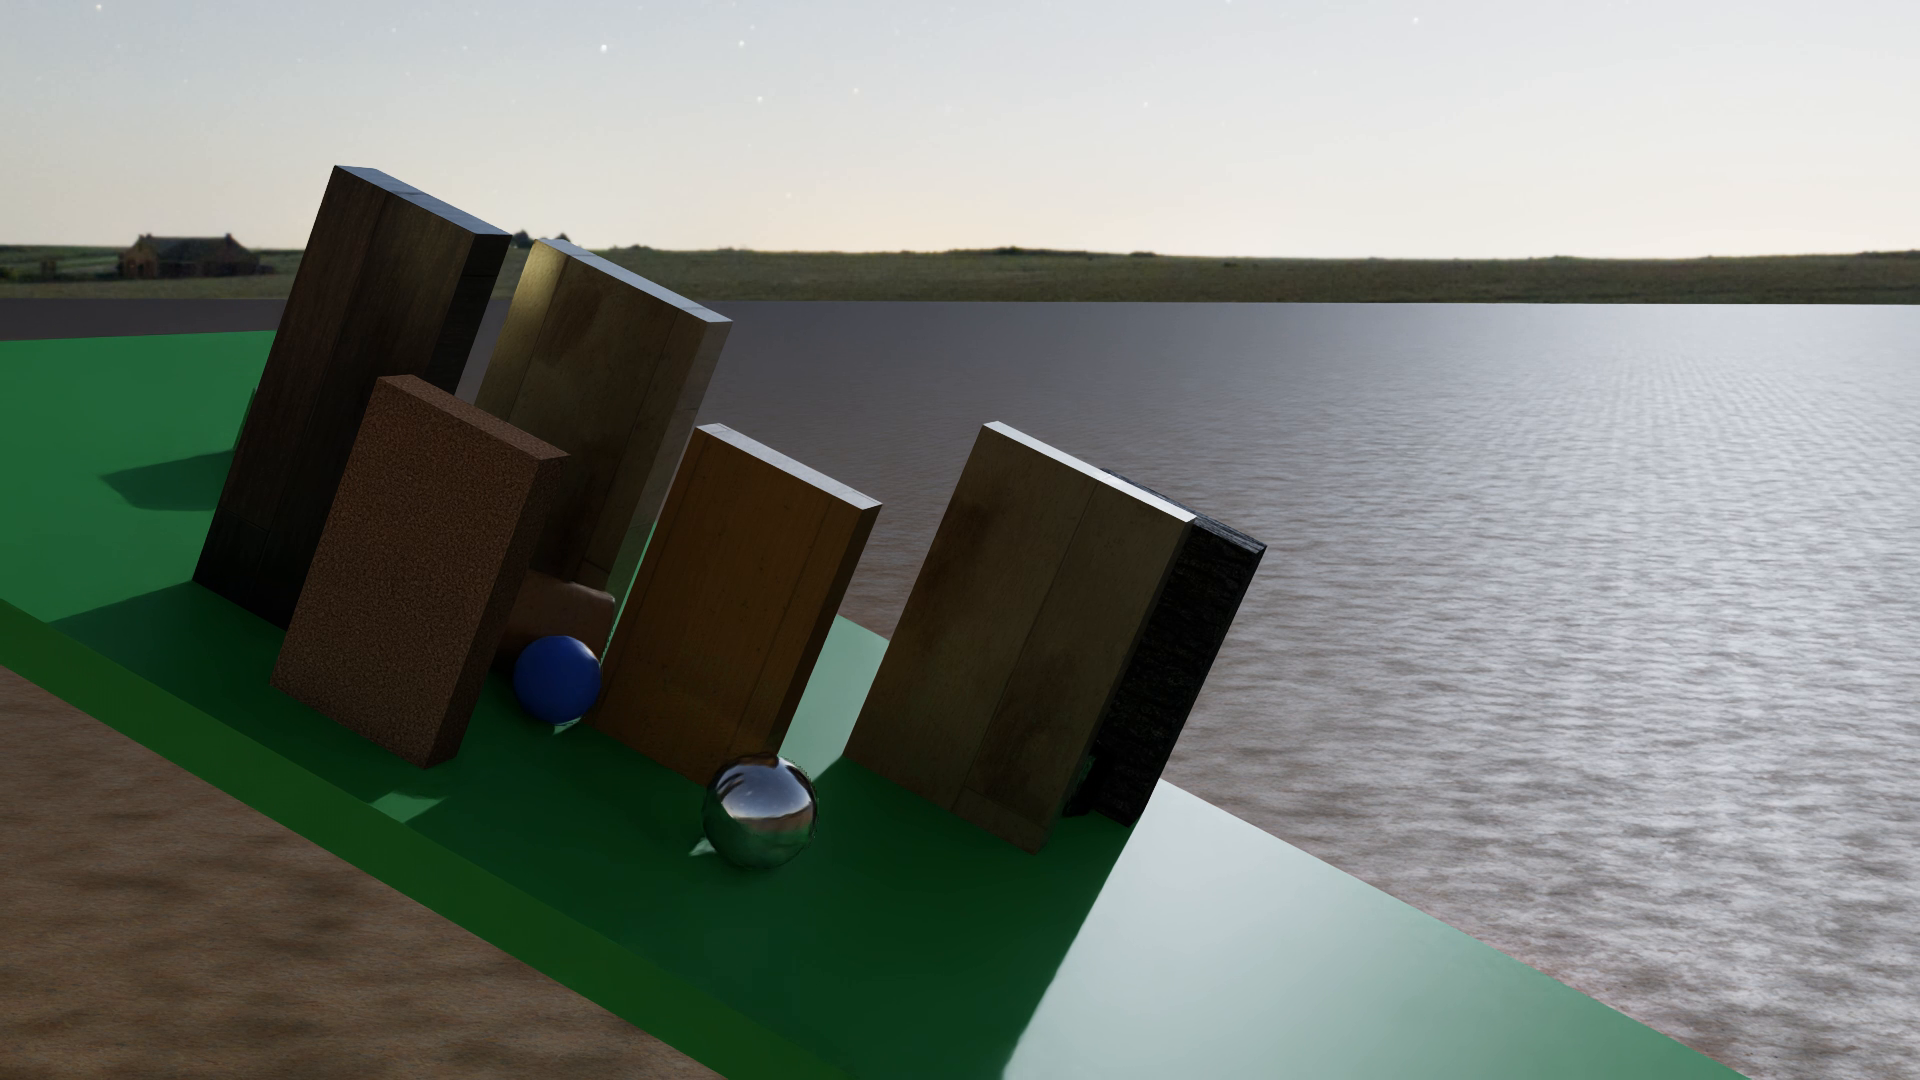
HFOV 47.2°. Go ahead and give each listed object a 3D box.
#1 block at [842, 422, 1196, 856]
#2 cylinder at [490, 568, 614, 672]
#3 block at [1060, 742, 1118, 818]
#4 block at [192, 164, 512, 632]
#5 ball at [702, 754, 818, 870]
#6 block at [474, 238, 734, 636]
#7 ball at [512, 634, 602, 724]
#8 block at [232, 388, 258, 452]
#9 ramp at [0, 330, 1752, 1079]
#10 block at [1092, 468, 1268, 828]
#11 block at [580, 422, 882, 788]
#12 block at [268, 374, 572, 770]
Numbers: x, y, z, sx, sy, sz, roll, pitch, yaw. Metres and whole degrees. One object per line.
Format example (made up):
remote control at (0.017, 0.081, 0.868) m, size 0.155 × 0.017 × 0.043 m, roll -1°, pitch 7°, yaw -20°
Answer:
block at (0.108, 0.189, 4.241) m, size 0.429 × 0.716 × 0.102 m, roll 26°, pitch 13°, yaw 13°
cylinder at (-0.758, 0.162, 4.033) m, size 0.191 × 0.191 × 0.191 m, roll 19°, pitch 1°, yaw -19°
block at (0.208, 0.473, 4.535) m, size 0.140 × 0.140 × 0.140 m, roll 32°, pitch 13°, yaw 28°
block at (-1.047, -0.223, 3.773) m, size 0.285 × 0.775 × 0.125 m, roll 26°, pitch 13°, yaw 13°
ball at (-0.331, 0.448, 3.629) m, size 0.190 × 0.190 × 0.190 m, roll 0°, pitch 7°, yaw 0°
block at (-0.762, -0.193, 4.327) m, size 0.393 × 0.691 × 0.121 m, roll 26°, pitch 13°, yaw 13°
ball at (-0.709, 0.245, 3.869) m, size 0.155 × 0.155 × 0.155 m, roll 0°, pitch 7°, yaw 0°
block at (-1.392, -0.218, 4.572) m, size 0.141 × 0.141 × 0.141 m, roll 31°, pitch 15°, yaw 29°
ramp at (-0.283, 0.491, 4.181) m, size 4.000 × 0.100 × 2.000 m, roll 26°, pitch 13°, yaw 13°
block at (0.330, 0.224, 4.642) m, size 0.384 × 0.642 × 0.150 m, roll 26°, pitch 13°, yaw 13°
block at (-0.409, 0.130, 3.892) m, size 0.335 × 0.581 × 0.105 m, roll 26°, pitch 13°, yaw 13°
block at (-0.866, 0.050, 3.512) m, size 0.306 × 0.545 × 0.100 m, roll 26°, pitch 13°, yaw 13°
